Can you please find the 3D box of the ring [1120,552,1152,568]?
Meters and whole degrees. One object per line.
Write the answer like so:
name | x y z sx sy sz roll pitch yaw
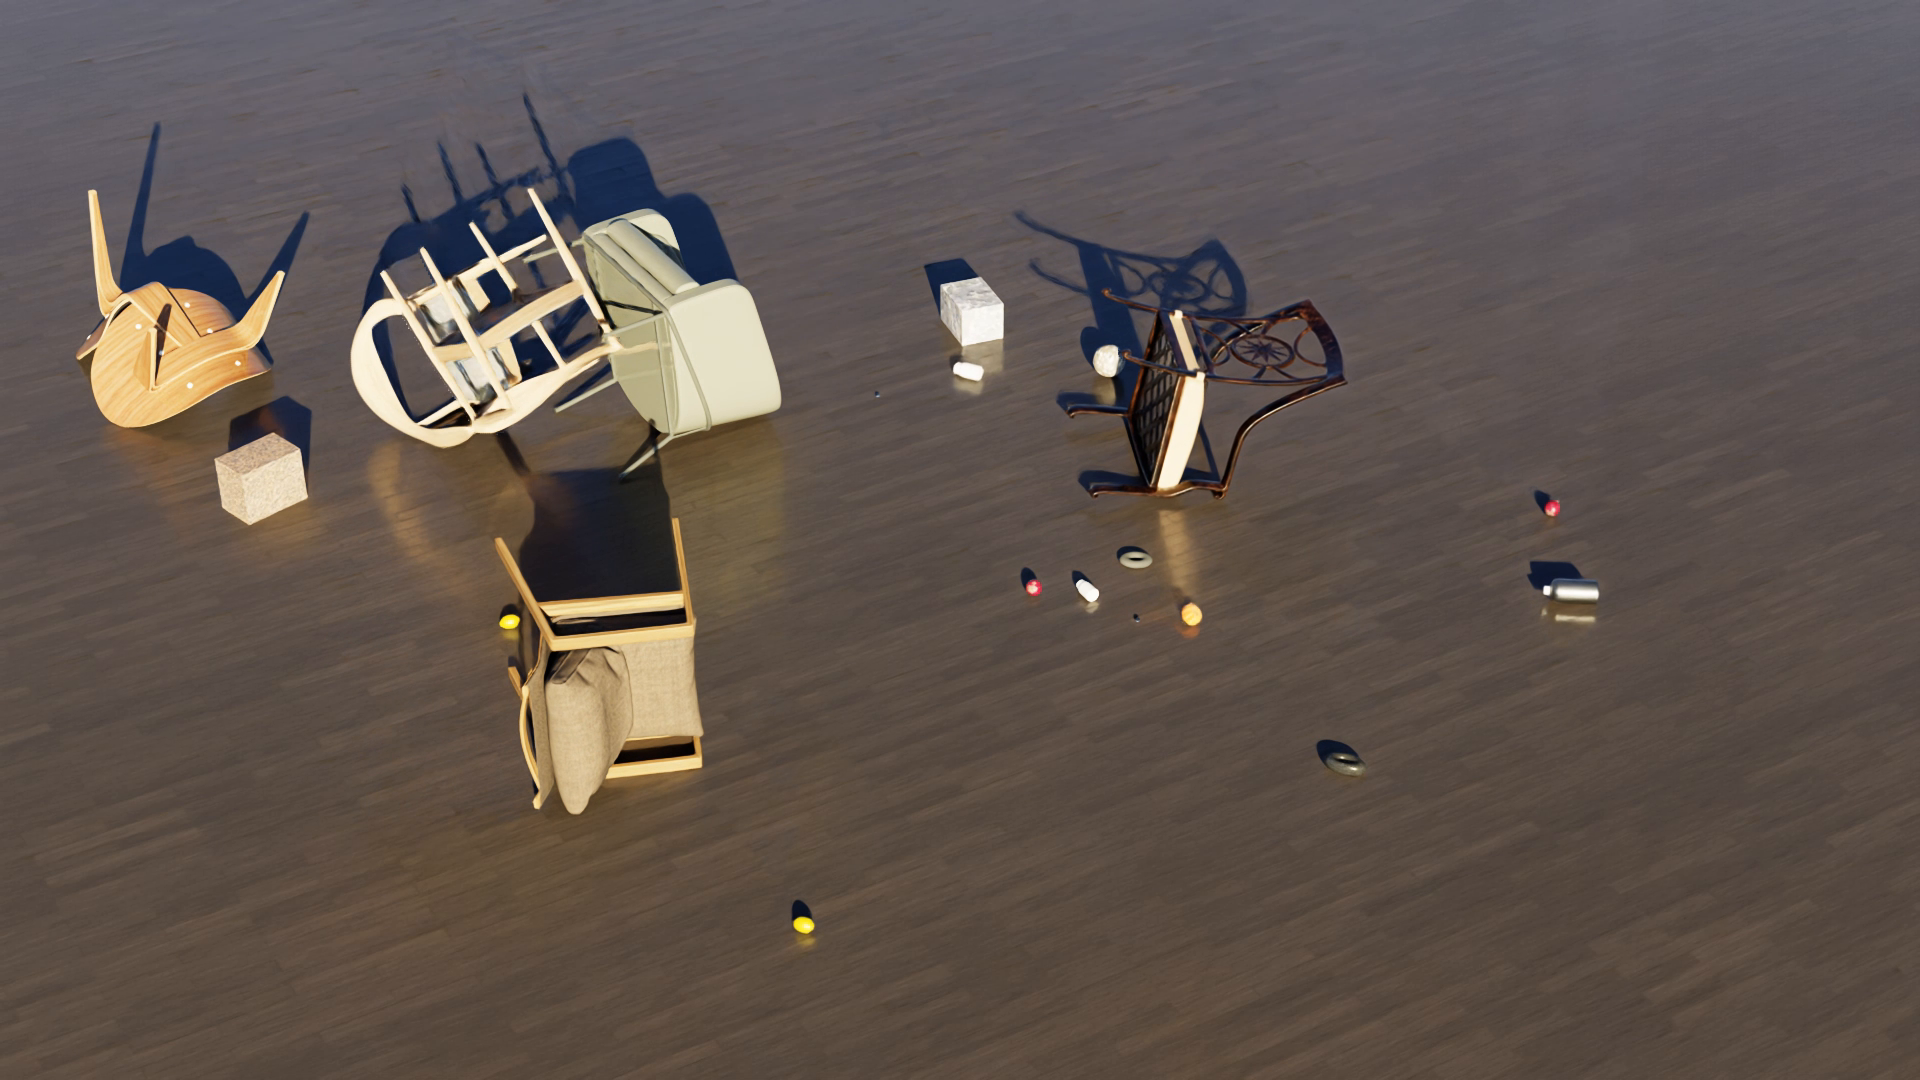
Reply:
ring | 0.648 0.073 10.807 0.122 0.029 0.089 2 35 2

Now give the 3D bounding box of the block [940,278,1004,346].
block | 0.049 -0.956 12.246 0.183 0.163 0.247 -12 35 -18

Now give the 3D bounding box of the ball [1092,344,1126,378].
ball | 0.606 -0.730 11.930 0.134 0.134 0.134 0 33 0

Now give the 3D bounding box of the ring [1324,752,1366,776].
ring | 1.284 0.747 9.769 0.145 0.046 0.083 13 34 17

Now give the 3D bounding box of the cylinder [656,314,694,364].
cylinder | -1.173 -0.827 12.065 0.180 0.148 0.128 26 41 34

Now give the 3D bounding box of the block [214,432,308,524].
block | -2.644 -0.233 11.099 0.173 0.219 0.265 28 42 35
